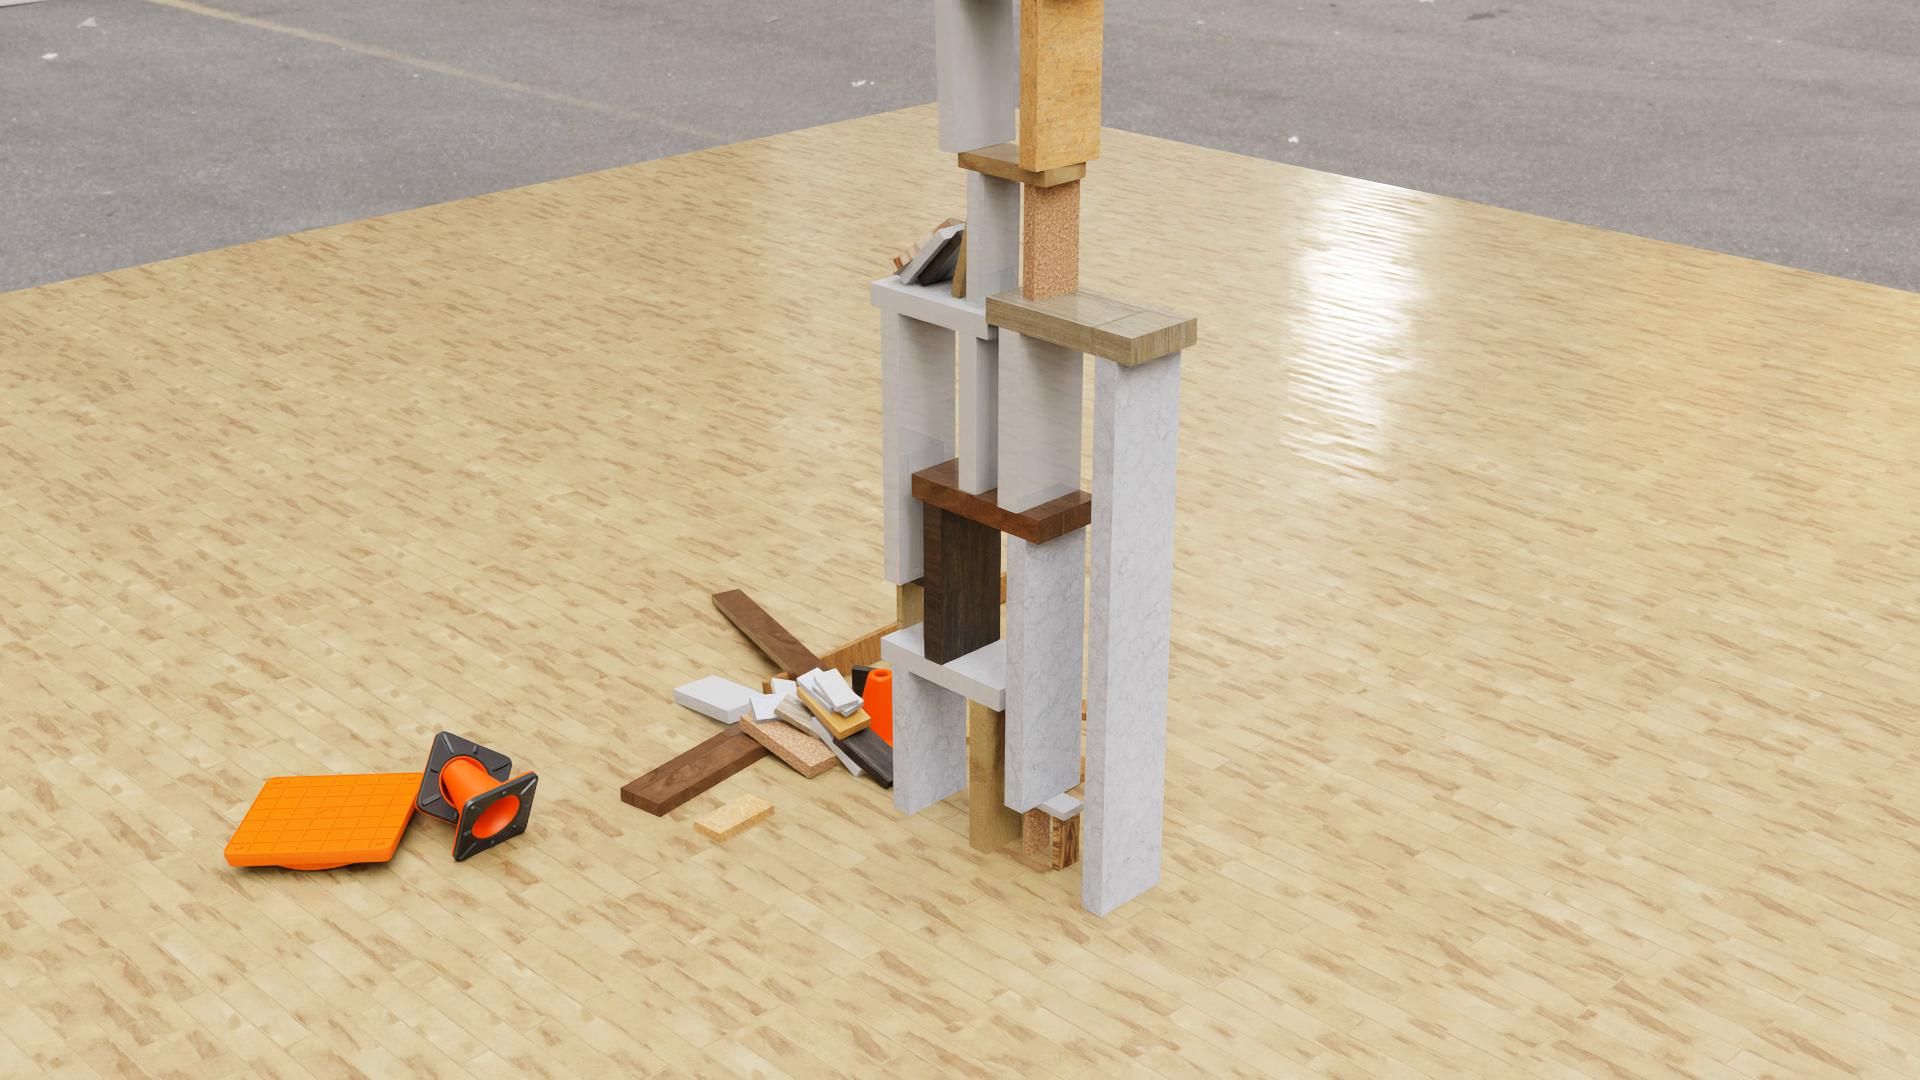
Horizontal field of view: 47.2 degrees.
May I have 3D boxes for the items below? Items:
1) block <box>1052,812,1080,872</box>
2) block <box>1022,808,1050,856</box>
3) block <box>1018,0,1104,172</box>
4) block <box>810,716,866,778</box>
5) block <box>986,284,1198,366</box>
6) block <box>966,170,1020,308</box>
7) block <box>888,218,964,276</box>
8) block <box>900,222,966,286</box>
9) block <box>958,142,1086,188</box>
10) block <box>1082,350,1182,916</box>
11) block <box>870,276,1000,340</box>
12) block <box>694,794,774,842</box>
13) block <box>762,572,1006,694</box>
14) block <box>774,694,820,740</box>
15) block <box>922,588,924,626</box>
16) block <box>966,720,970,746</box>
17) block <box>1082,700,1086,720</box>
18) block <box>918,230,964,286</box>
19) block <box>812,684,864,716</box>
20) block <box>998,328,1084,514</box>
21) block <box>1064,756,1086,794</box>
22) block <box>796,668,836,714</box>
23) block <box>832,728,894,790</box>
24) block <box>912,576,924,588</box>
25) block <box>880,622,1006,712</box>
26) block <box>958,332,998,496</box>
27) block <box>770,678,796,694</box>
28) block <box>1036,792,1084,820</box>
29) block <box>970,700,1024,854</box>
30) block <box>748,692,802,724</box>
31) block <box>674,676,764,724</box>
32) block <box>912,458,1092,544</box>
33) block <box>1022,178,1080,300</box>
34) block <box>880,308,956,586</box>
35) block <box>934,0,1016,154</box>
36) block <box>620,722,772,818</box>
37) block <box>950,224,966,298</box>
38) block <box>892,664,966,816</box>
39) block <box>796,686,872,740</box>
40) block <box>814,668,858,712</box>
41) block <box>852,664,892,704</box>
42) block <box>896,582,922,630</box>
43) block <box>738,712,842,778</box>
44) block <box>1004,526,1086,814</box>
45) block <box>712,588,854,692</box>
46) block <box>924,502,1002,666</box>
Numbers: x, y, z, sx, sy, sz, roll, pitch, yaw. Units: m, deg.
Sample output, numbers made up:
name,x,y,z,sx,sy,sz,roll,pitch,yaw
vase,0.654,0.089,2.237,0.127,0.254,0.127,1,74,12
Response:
name,x,y,z,sx,sy,sz,roll,pitch,yaw
block,0.205,0.577,4.251,0.059,0.117,0.017,-21,31,-41
block,0.150,0.555,4.302,0.058,0.117,0.017,-21,31,-41
block,0.171,-0.783,3.709,0.149,0.299,0.042,-19,29,-37
block,-0.236,0.425,4.641,0.080,0.023,0.160,-21,58,-41
block,0.225,-0.381,3.814,0.170,0.048,0.340,-21,31,-40
block,0.059,-0.545,3.923,0.104,0.248,0.029,-21,31,-40
block,-0.056,-0.538,4.054,0.150,0.021,0.075,-34,-12,20
block,-0.043,-0.525,4.035,0.076,0.153,0.022,-21,75,-40
block,0.107,-0.655,3.827,0.208,0.029,0.104,21,31,41
block,0.306,0.172,3.962,0.170,1.087,0.048,-21,31,-41
block,-0.005,-0.437,4.043,0.305,0.043,0.153,21,31,41
block,-0.453,0.558,4.419,0.075,0.021,0.150,19,29,37
block,-0.104,0.207,5.186,0.019,0.066,0.961,11,24,42
block,-0.333,0.376,4.675,0.113,0.016,0.057,30,40,7
block,-0.047,0.138,4.339,0.016,0.113,0.057,21,31,40
block,0.032,0.414,4.759,0.146,0.021,0.073,-7,24,-17
block,0.258,0.374,4.855,0.131,0.019,0.066,2,23,6
block,-0.009,-0.521,4.026,0.077,0.153,0.022,-21,75,-40
block,-0.256,0.327,4.618,0.104,0.015,0.052,35,48,30
block,0.146,-0.234,3.964,0.170,0.340,0.048,-21,31,-40
block,0.219,0.489,4.581,0.073,0.021,0.146,18,29,36
block,-0.288,0.318,4.649,0.057,0.016,0.113,-27,50,-33
block,-0.182,0.448,4.597,0.160,0.023,0.080,39,41,23
block,-0.075,0.068,4.337,0.057,0.016,0.113,-21,31,-40
block,0.016,0.237,4.309,0.326,0.046,0.163,21,31,41
block,0.067,-0.249,4.045,0.043,0.305,0.153,21,31,41
block,-0.378,0.335,4.773,0.052,0.015,0.104,10,23,-17
block,0.177,0.505,4.251,0.117,0.017,0.058,21,31,41
block,0.092,0.438,4.311,0.046,0.326,0.163,21,31,41
block,-0.389,0.357,4.699,0.113,0.016,0.057,-5,59,-26
block,-0.527,0.351,4.853,0.109,0.031,0.219,-18,21,-36
block,0.083,-0.081,4.098,0.329,0.047,0.164,21,31,41
block,0.159,-0.530,3.836,0.104,0.208,0.029,-18,29,-36
block,-0.078,-0.192,4.224,0.153,0.551,0.043,-21,31,-40
block,0.027,-0.838,3.838,0.042,0.299,0.149,18,29,42
block,-0.529,0.470,4.612,0.109,0.031,0.402,16,28,34
block,0.032,-0.515,3.975,0.076,0.153,0.022,-21,46,-40
block,-0.061,0.378,4.452,0.046,0.326,0.163,21,31,41
block,-0.267,0.351,4.641,0.080,0.023,0.160,-23,48,-30
block,-0.260,0.314,4.609,0.052,0.015,0.104,-17,45,-25
block,-0.162,0.327,4.894,0.159,0.075,0.021,7,24,17
block,-0.101,0.117,4.387,0.016,0.113,0.057,21,31,40
block,-0.354,0.421,4.670,0.219,0.031,0.109,32,36,32
block,0.160,0.232,4.147,0.164,0.567,0.047,-21,31,-41
block,-0.417,0.237,5.049,0.073,0.021,0.810,-13,19,-20
block,0.005,0.062,4.243,0.047,0.329,0.164,21,31,41
